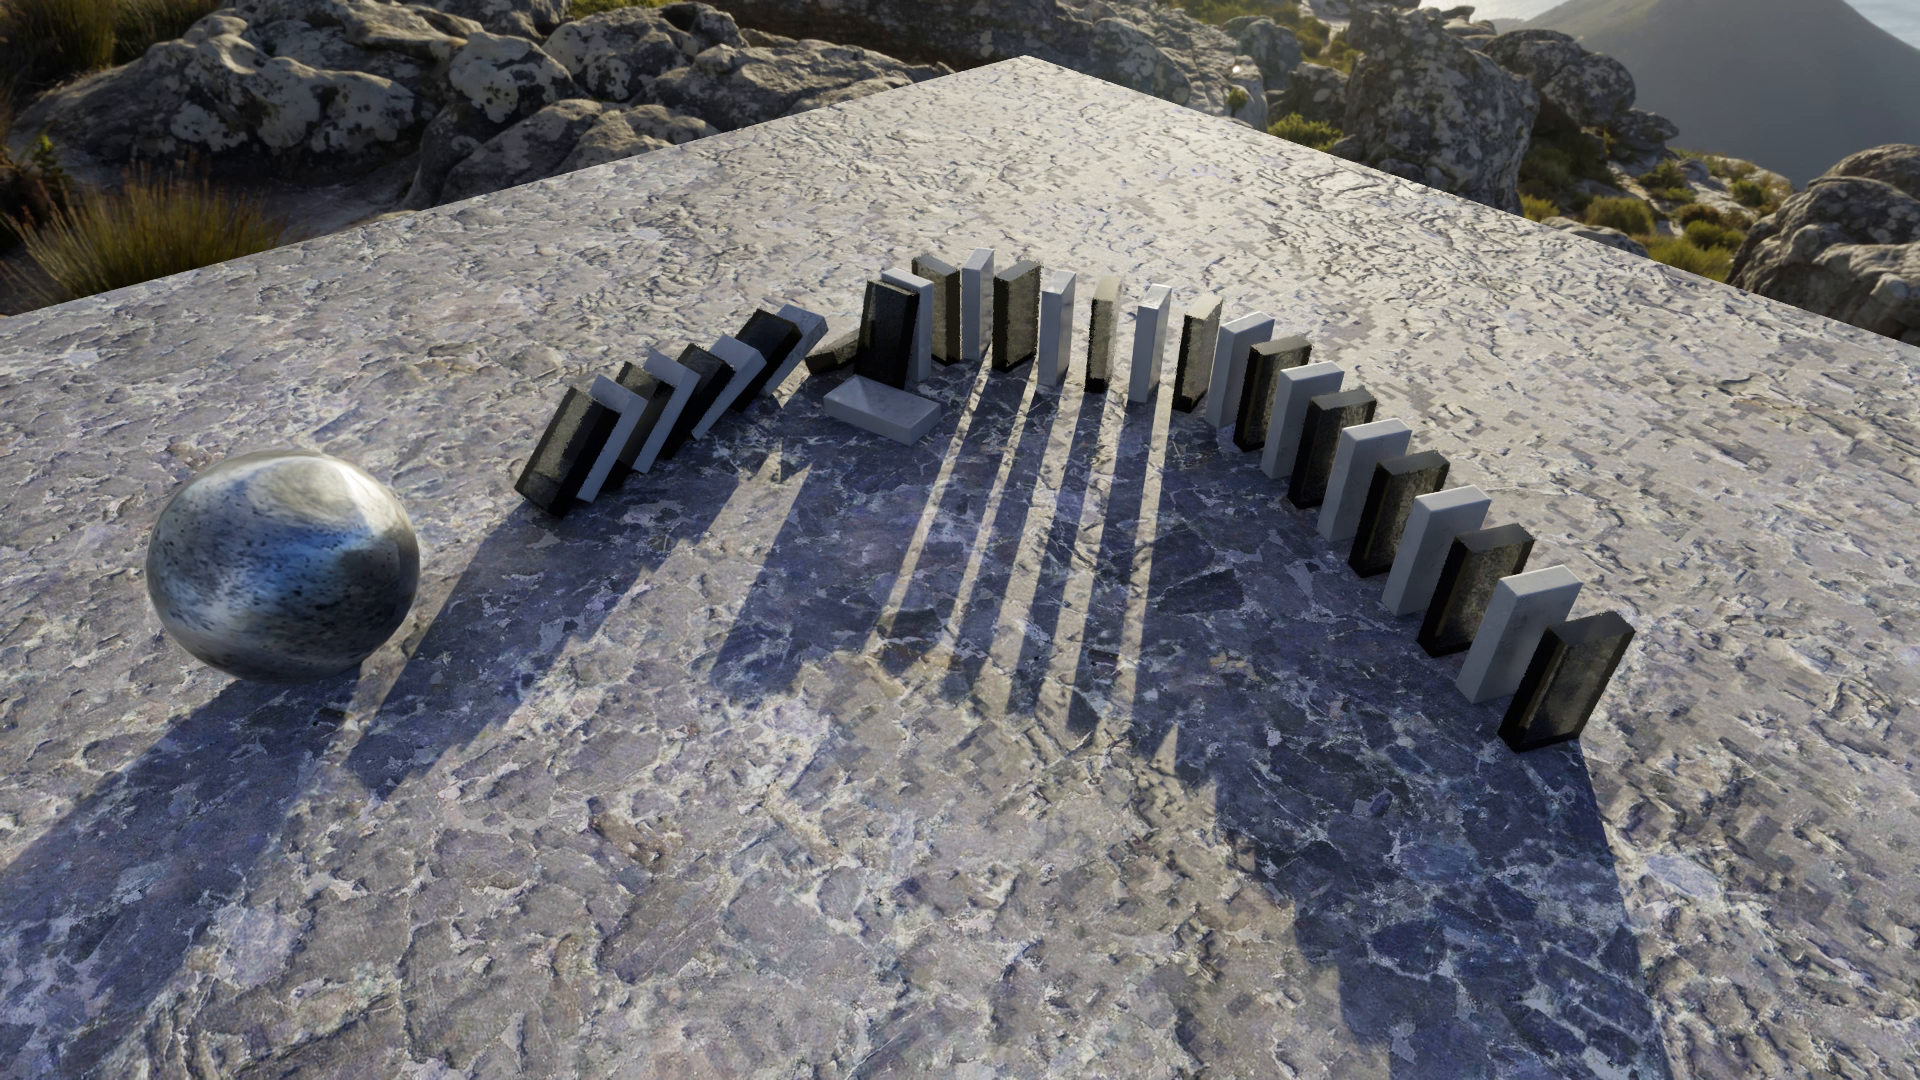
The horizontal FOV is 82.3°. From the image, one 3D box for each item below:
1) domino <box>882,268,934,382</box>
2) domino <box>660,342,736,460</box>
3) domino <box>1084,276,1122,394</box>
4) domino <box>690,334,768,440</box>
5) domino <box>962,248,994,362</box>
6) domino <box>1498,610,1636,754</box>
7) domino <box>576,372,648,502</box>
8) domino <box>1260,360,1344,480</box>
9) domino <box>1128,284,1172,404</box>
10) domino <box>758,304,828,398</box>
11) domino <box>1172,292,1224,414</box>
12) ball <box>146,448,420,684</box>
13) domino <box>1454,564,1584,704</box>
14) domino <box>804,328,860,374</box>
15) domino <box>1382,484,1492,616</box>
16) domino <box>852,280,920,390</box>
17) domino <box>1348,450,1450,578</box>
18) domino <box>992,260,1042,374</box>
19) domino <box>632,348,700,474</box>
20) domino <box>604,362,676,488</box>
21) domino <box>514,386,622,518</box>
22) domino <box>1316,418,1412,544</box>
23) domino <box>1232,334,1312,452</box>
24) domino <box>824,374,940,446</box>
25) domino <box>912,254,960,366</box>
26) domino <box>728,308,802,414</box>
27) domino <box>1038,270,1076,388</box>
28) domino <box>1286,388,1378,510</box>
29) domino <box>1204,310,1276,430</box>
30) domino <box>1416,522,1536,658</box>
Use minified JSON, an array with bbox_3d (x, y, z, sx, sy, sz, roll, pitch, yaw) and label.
[{"bbox_3d":[-0.026,-0.105,0.539,0.025,0.050,0.010,28,43,29],"label":"domino"},{"bbox_3d":[-0.127,-0.063,0.501,0.025,0.009,0.050,29,80,31],"label":"domino"},{"bbox_3d":[0.069,-0.099,0.532,0.009,0.050,0.025,11,40,13],"label":"domino"},{"bbox_3d":[-0.117,-0.072,0.515,0.025,0.010,0.050,29,73,31],"label":"domino"},{"bbox_3d":[0.009,-0.119,0.557,0.009,0.050,0.025,11,41,13],"label":"domino"},{"bbox_3d":[0.195,0.047,0.355,0.025,0.050,0.009,-11,40,-13],"label":"domino"},{"bbox_3d":[-0.157,-0.044,0.472,0.025,0.009,0.050,29,90,31],"label":"domino"},{"bbox_3d":[0.147,-0.051,0.474,0.025,0.050,0.009,-12,41,-14],"label":"domino"},{"bbox_3d":[0.091,-0.094,0.526,0.010,0.050,0.025,15,42,18],"label":"domino"},{"bbox_3d":[-0.091,-0.095,0.548,0.025,0.010,0.050,23,63,26],"label":"domino"},{"bbox_3d":[0.112,-0.088,0.519,0.009,0.050,0.025,20,43,23],"label":"domino"},{"bbox_3d":[-0.230,0.009,0.377,0.080,0.080,0.080,0,39,0],"label":"ball"},{"bbox_3d":[0.188,0.033,0.372,0.025,0.050,0.009,-11,40,-13],"label":"domino"},{"bbox_3d":[-0.052,-0.099,0.556,0.025,0.010,0.050,1,30,47],"label":"domino"},{"bbox_3d":[0.175,0.005,0.406,0.025,0.050,0.009,-11,41,-13],"label":"domino"},{"bbox_3d":[-0.036,-0.097,0.530,0.025,0.050,0.010,26,28,28],"label":"domino"},{"bbox_3d":[0.168,-0.009,0.423,0.025,0.050,0.009,-11,41,-14],"label":"domino"},{"bbox_3d":[0.028,-0.111,0.547,0.010,0.050,0.025,29,47,30],"label":"domino"},{"bbox_3d":[-0.138,-0.057,0.489,0.025,0.009,0.050,29,90,31],"label":"domino"},{"bbox_3d":[-0.147,-0.051,0.480,0.025,0.010,0.050,29,90,31],"label":"domino"},{"bbox_3d":[-0.166,-0.037,0.464,0.025,0.010,0.050,29,90,31],"label":"domino"},{"bbox_3d":[0.161,-0.023,0.440,0.025,0.050,0.009,-12,41,-14],"label":"domino"},{"bbox_3d":[0.139,-0.065,0.491,0.025,0.050,0.010,-15,42,-17],"label":"domino"},{"bbox_3d":[-0.037,-0.062,0.519,0.050,0.010,0.025,23,44,25],"label":"domino"},{"bbox_3d":[-0.012,-0.115,0.552,0.009,0.050,0.025,-30,48,-32],"label":"domino"},{"bbox_3d":[-0.101,-0.087,0.531,0.025,0.010,0.050,26,71,27],"label":"domino"},{"bbox_3d":[0.047,-0.103,0.537,0.010,0.050,0.025,13,41,16],"label":"domino"},{"bbox_3d":[0.154,-0.037,0.457,0.025,0.050,0.009,-11,41,-14],"label":"domino"},{"bbox_3d":[0.128,-0.078,0.507,0.025,0.050,0.009,-23,45,-26],"label":"domino"},{"bbox_3d":[0.182,0.019,0.389,0.025,0.050,0.010,-11,41,-13],"label":"domino"}]
